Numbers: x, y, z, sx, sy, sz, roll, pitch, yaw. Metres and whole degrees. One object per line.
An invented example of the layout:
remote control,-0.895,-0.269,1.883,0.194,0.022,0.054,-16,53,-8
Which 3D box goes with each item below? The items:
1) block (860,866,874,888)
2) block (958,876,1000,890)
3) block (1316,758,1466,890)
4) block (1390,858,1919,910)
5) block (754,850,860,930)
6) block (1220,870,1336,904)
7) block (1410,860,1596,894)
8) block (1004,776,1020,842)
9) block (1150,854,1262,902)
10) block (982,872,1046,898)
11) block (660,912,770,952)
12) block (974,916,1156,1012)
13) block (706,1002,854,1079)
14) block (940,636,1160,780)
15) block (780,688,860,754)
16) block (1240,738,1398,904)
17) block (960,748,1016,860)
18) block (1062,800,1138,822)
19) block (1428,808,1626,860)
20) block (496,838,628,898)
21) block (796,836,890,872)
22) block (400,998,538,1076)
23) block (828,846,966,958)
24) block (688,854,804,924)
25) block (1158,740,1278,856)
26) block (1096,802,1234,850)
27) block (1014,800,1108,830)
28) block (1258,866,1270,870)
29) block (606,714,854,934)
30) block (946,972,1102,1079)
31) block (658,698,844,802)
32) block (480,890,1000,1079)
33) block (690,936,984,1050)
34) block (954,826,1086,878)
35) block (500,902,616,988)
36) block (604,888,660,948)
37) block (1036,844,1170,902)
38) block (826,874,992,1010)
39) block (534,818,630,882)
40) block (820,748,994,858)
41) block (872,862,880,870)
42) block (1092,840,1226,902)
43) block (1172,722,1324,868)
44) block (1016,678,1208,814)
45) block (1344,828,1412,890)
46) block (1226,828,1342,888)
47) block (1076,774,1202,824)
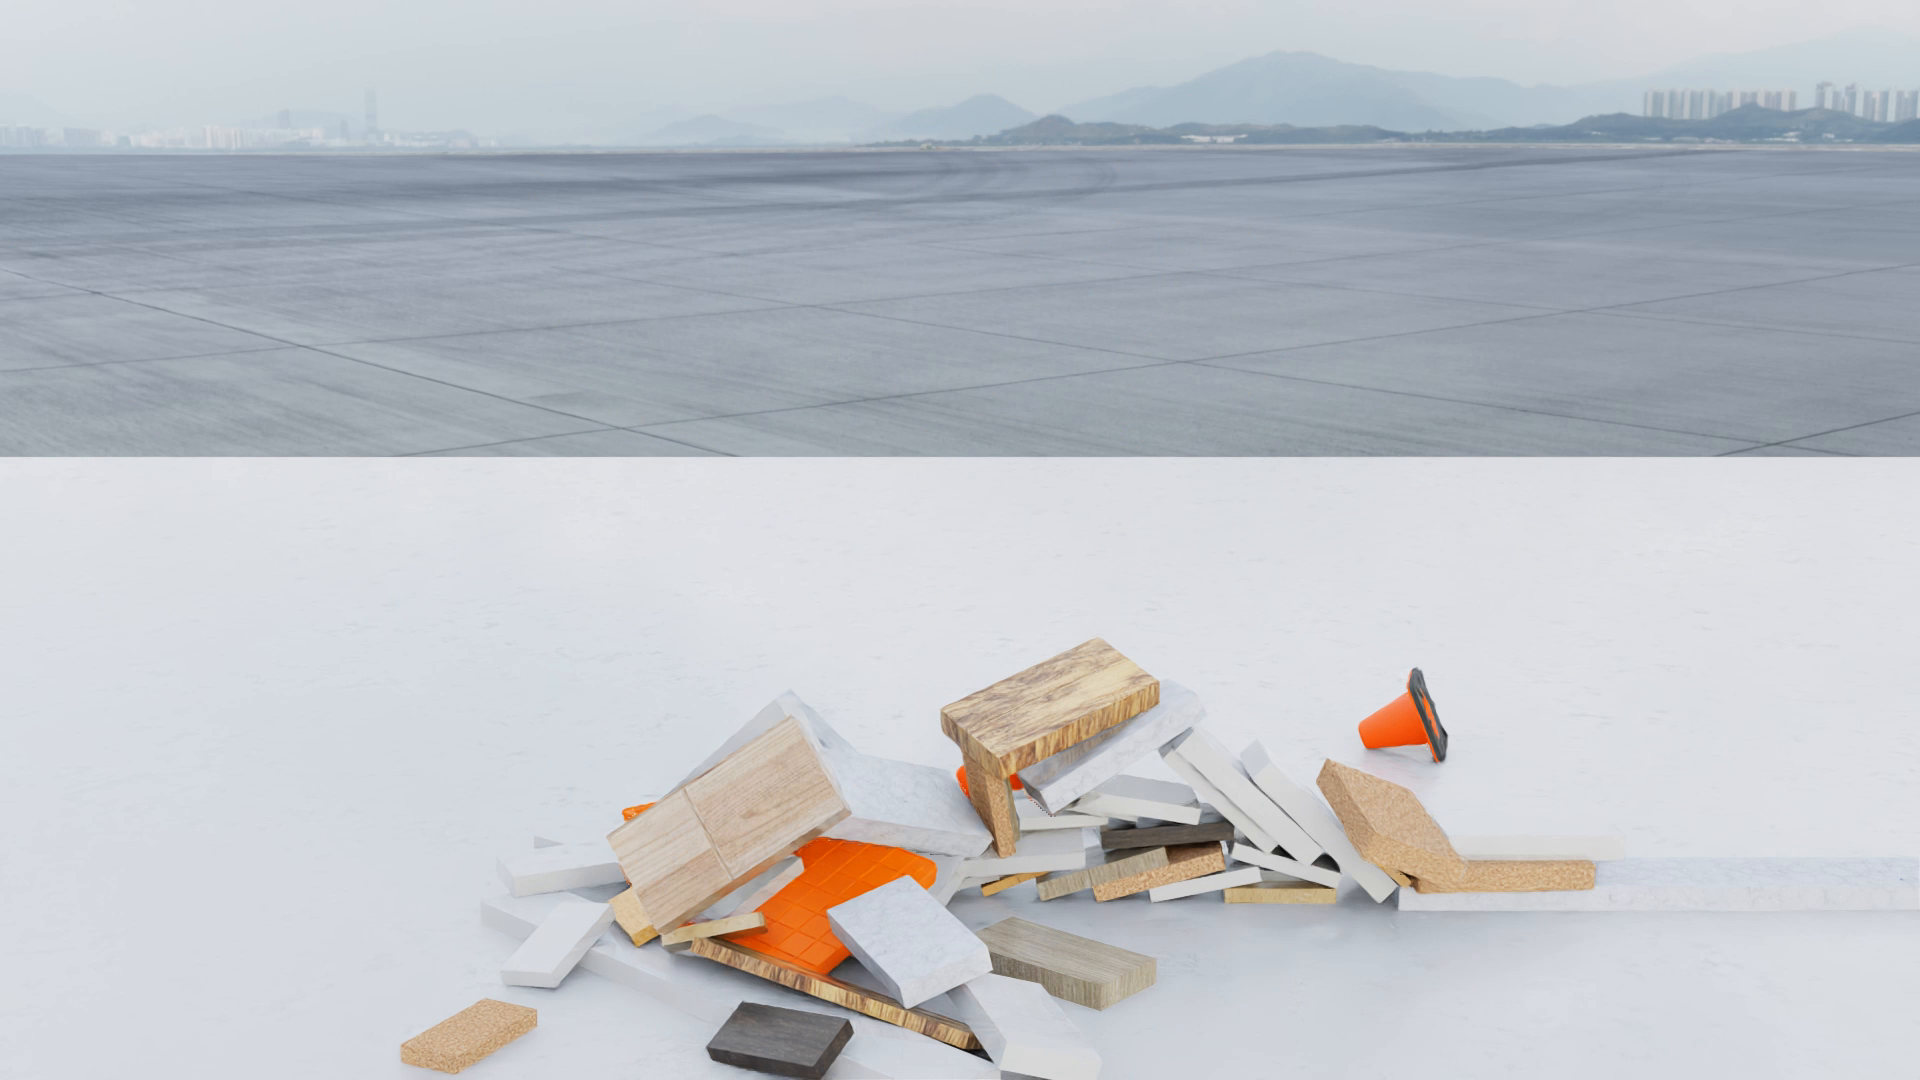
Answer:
block,-0.158,0.565,3.687,0.126,0.018,0.063,-9,11,11
block,0.006,0.566,3.681,0.115,0.016,0.058,-14,10,-1
block,0.700,0.461,3.597,0.161,0.046,0.321,21,13,-10
block,1.273,0.571,3.658,1.114,0.041,0.145,0,11,0
block,-0.290,0.564,3.538,0.255,0.036,0.127,0,45,0
block,0.529,0.578,3.665,0.184,0.026,0.092,0,11,0
block,0.879,0.535,3.624,0.291,0.041,0.145,-1,11,-4
block,0.066,0.419,3.617,0.021,0.149,0.075,-19,33,-14
block,0.404,0.558,3.662,0.184,0.026,0.092,-12,10,4
block,0.092,0.559,3.676,0.115,0.016,0.058,-22,10,4
block,-0.365,0.585,3.278,0.152,0.022,0.076,-11,-18,-3
block,0.143,0.636,3.314,0.276,0.039,0.138,9,14,39
block,-0.244,0.678,2.984,0.184,0.026,0.092,1,33,33
block,0.146,0.269,3.557,0.321,0.046,0.161,-23,38,-27
block,-0.172,0.389,3.646,0.034,0.344,0.119,-44,15,6
block,0.593,0.464,3.650,0.301,0.043,0.150,44,6,-7
block,0.044,0.411,3.575,0.029,0.202,0.101,-21,37,-15
block,0.220,0.431,3.649,0.149,0.021,0.075,10,15,-3
block,0.936,0.489,3.651,0.291,0.041,0.145,0,11,-1
block,-0.630,0.539,3.649,0.251,0.036,0.126,-5,11,-25
block,-0.238,0.529,3.661,0.255,0.036,0.127,-23,28,-24
block,-0.682,0.690,3.061,0.092,0.026,0.184,5,12,26
block,-0.097,0.574,3.469,0.127,0.036,0.255,6,27,21
block,-0.337,0.539,3.403,0.091,0.026,0.182,12,35,40
block,0.421,0.414,3.617,0.242,0.029,0.101,42,7,-11
block,0.339,0.476,3.665,0.219,0.031,0.109,-4,10,-1
block,0.166,0.454,3.659,0.149,0.021,0.075,-2,17,-8
block,0.485,0.562,3.772,0.122,0.017,0.061,-4,11,-21
block,-0.332,0.409,3.163,0.321,0.161,0.046,-33,-21,2
block,0.084,0.668,3.033,0.138,0.039,0.276,15,6,-18
block,-0.331,0.395,3.300,0.323,0.162,0.046,-41,-25,25
block,-0.358,0.655,3.220,1.031,0.036,0.126,10,15,44
block,-0.173,0.642,3.129,0.468,0.022,0.076,13,-5,29
block,0.083,0.504,3.653,0.239,0.034,0.119,-4,30,-3
block,-0.608,0.611,3.331,0.092,0.026,0.184,-2,24,24
block,-0.496,0.578,3.404,0.076,0.022,0.152,-29,21,-19
block,0.235,0.539,3.663,0.219,0.031,0.109,-17,10,3
block,-0.077,0.578,3.185,0.138,0.039,0.276,-21,22,-19
block,-0.610,0.541,3.837,0.251,0.036,0.126,8,13,37
block,-0.139,0.410,3.483,0.425,0.046,0.162,16,28,-45
block,-0.080,0.533,3.688,0.126,0.018,0.063,-1,12,7
block,0.329,0.543,3.663,0.219,0.031,0.109,-16,10,6
block,0.465,0.405,3.623,0.301,0.043,0.150,42,6,-11
block,0.247,0.334,3.595,0.301,0.043,0.150,-31,13,-9
block,0.682,0.515,3.586,0.122,0.017,0.061,40,10,-11
block,0.537,0.527,3.657,0.184,0.026,0.092,16,11,-2
block,0.290,0.422,3.634,0.202,0.029,0.101,9,16,-6
